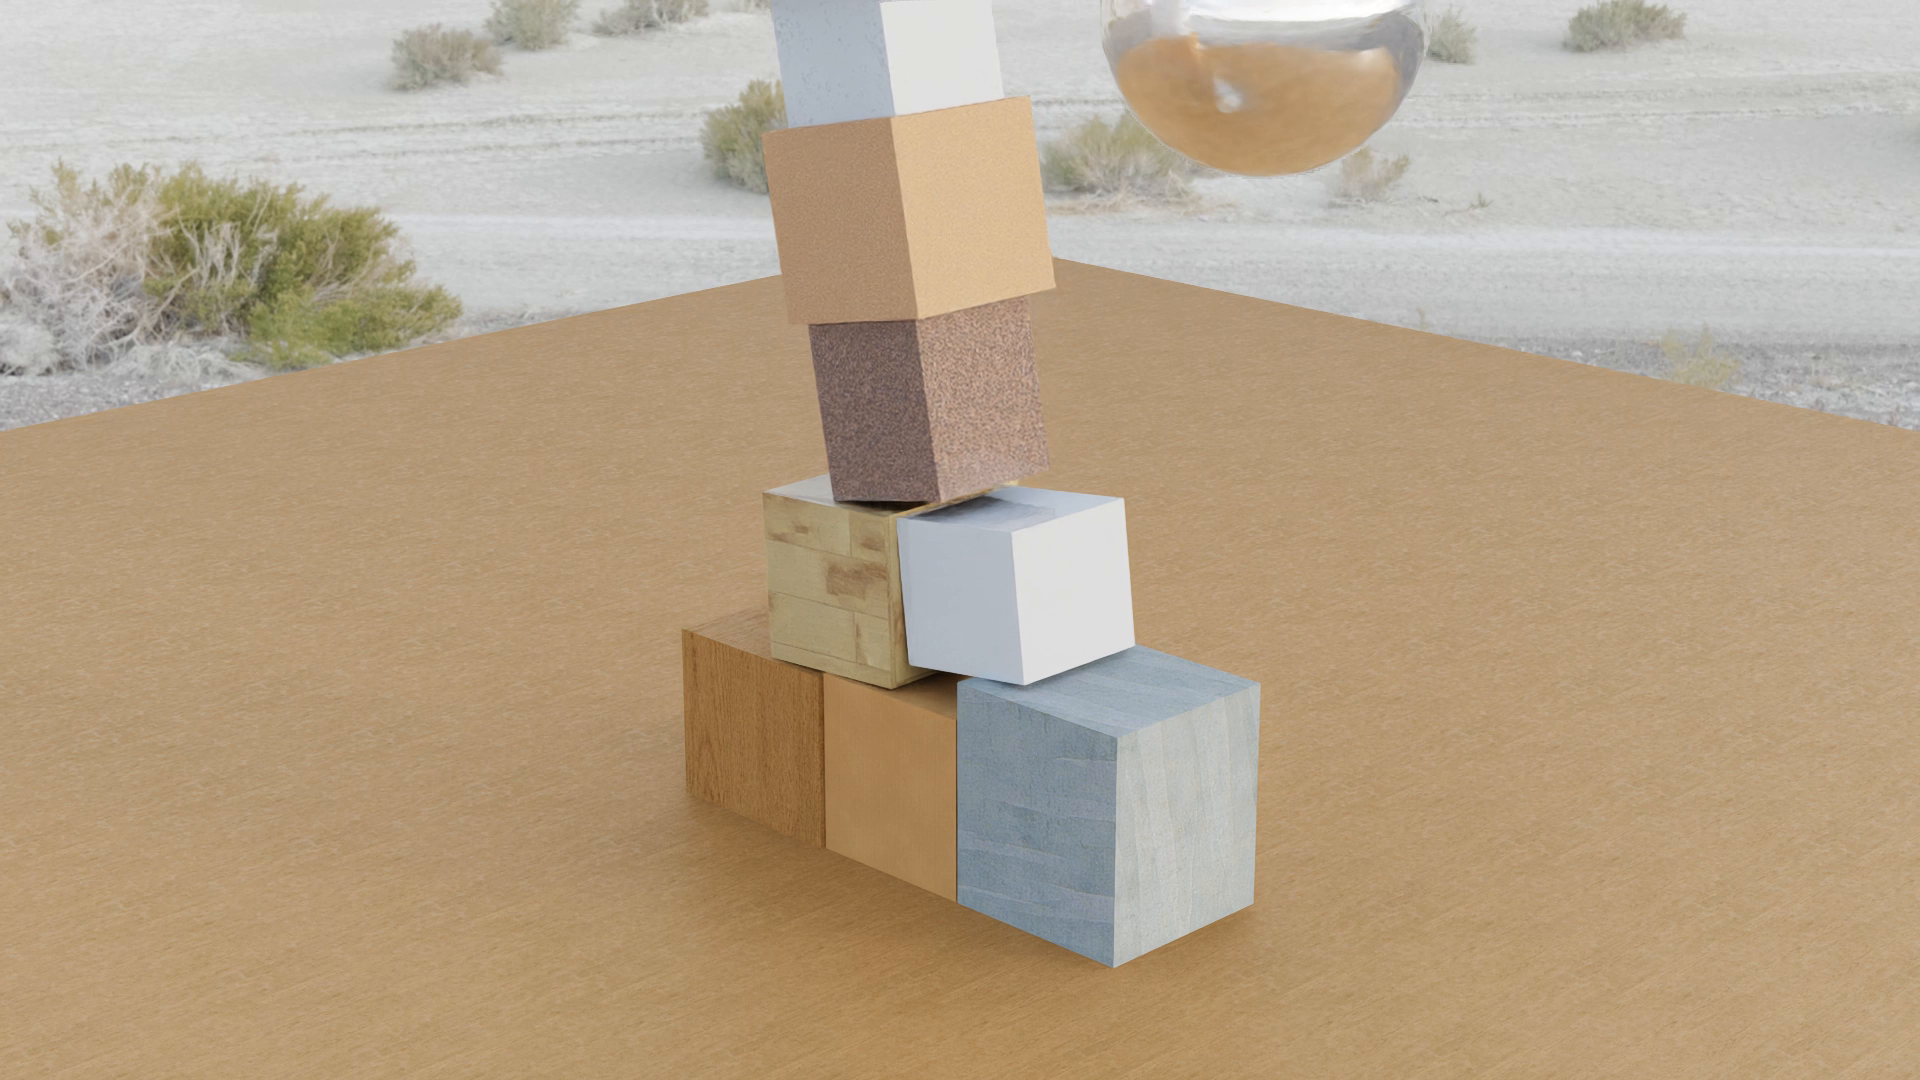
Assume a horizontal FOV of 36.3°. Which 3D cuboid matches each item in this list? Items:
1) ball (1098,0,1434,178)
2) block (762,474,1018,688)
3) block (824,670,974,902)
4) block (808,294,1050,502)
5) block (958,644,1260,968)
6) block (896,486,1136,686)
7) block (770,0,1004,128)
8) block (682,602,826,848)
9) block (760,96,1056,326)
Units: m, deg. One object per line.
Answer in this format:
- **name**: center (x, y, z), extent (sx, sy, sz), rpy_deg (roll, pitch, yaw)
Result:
- **ball**: center (1.467, -2.547, 14.079), extent (1.600, 1.600, 1.600), rpy_deg (0, 17, 0)
- **block**: center (-0.308, 0.130, 13.684), extent (0.794, 0.801, 0.882), rpy_deg (12, 21, 42)
- **block**: center (0.017, 1.017, 13.653), extent (0.862, 0.873, 0.966), rpy_deg (17, 24, 42)
- **block**: center (-0.137, -0.646, 13.269), extent (0.695, 0.811, 0.718), rpy_deg (2, 14, 45)
- **block**: center (0.653, 1.128, 13.000), extent (0.935, 1.053, 0.944), rpy_deg (-17, 24, -42)
- **block**: center (0.251, 0.188, 13.131), extent (0.718, 0.681, 0.725), rpy_deg (8, 18, 45)
- **block**: center (-0.331, -2.235, 13.086), extent (0.696, 0.669, 0.681), rpy_deg (2, 14, 45)
- **block**: center (-0.658, 0.835, 14.268), extent (0.959, 0.852, 0.980), rpy_deg (-17, 24, -42)
- **block**: center (-0.230, -1.481, 13.198), extent (0.846, 0.868, 0.877), rpy_deg (2, 14, 45)
